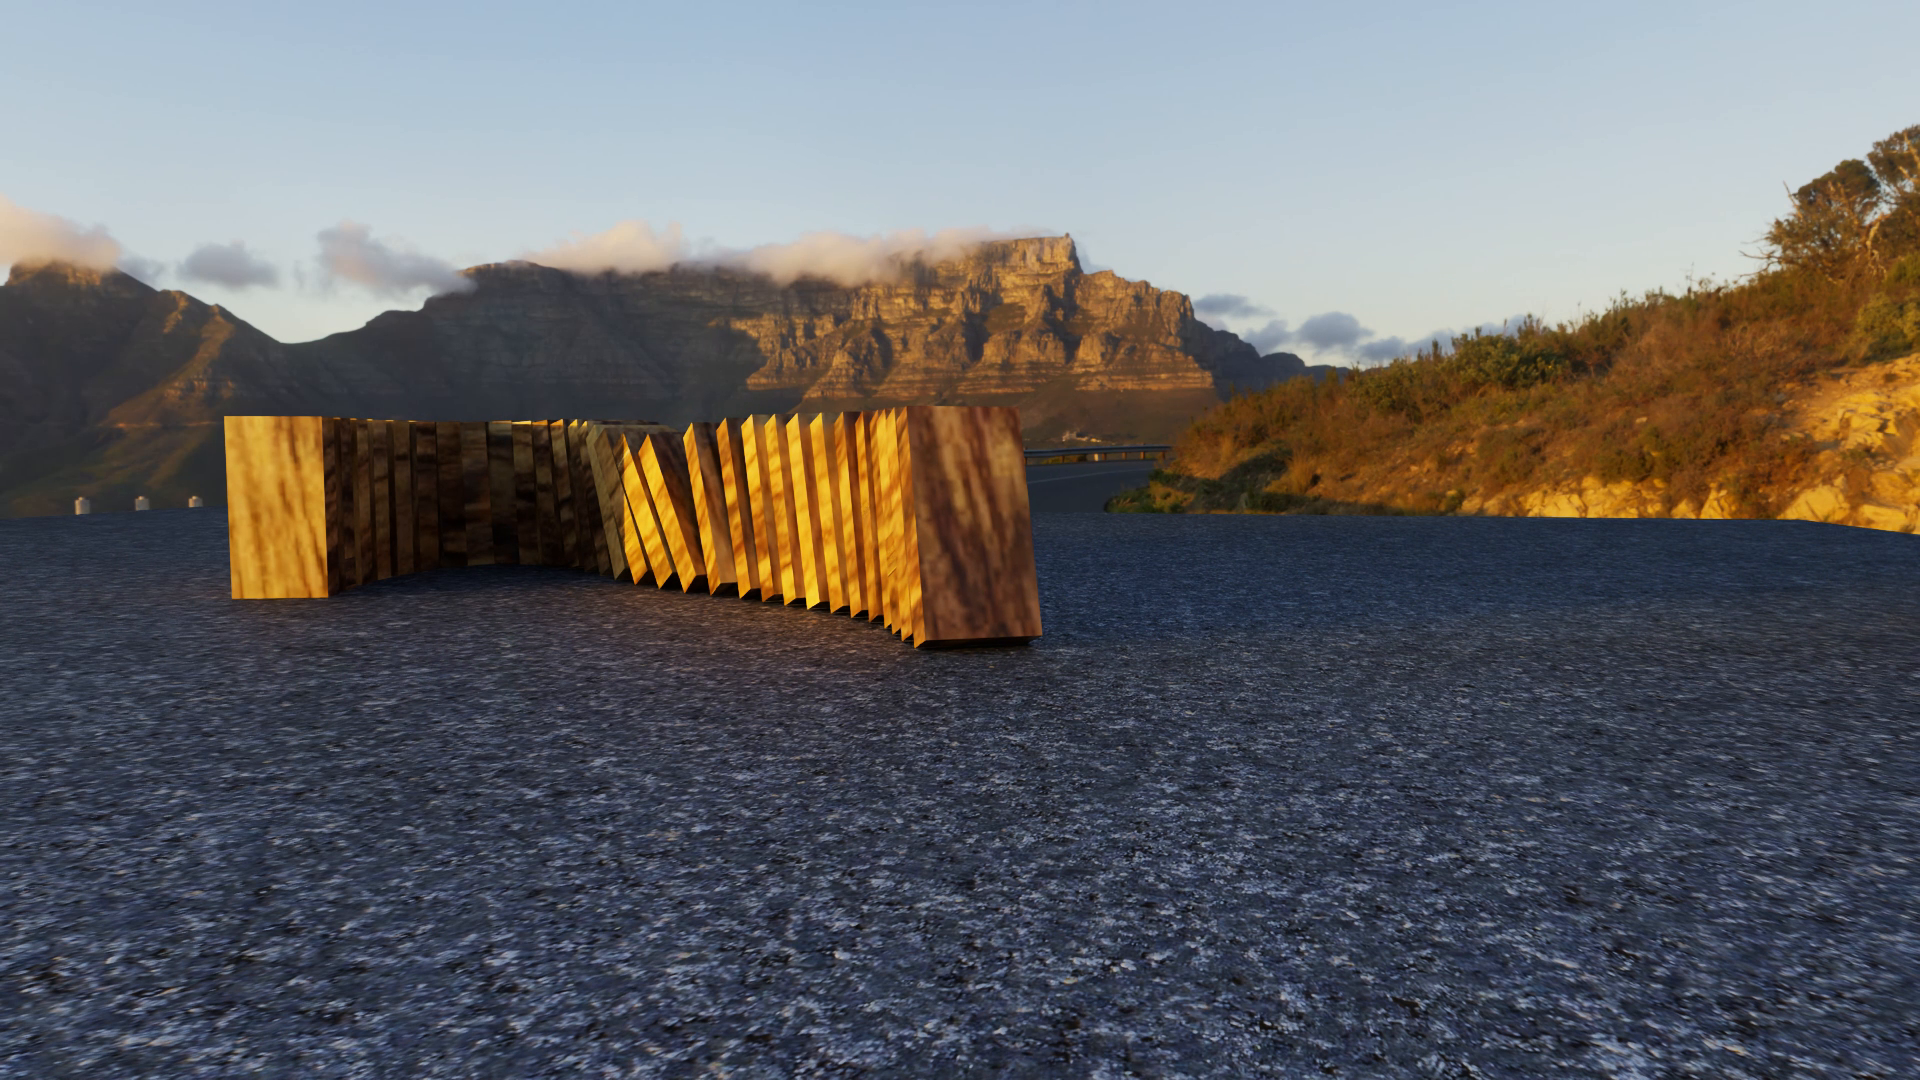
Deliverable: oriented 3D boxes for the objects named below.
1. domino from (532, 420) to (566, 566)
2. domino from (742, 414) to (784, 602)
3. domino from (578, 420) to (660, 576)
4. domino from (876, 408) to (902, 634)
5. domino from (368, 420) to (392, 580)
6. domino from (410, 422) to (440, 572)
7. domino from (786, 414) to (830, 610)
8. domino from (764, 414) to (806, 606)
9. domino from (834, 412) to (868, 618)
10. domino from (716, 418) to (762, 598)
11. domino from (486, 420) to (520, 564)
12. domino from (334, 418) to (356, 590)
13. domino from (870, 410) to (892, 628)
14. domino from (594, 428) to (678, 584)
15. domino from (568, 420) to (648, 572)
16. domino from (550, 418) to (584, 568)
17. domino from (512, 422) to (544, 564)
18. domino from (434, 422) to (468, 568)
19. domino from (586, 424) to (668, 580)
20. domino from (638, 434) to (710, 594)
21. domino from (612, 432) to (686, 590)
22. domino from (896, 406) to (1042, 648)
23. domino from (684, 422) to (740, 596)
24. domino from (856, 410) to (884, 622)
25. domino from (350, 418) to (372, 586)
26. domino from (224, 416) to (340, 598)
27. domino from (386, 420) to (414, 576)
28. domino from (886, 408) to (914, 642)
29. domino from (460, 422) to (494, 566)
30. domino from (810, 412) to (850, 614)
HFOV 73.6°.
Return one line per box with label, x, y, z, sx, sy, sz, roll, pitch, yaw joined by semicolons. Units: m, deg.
domino;-0.135;-0.017;0.452;0.009;0.050;0.025;-4;0;41
domino;-0.044;-0.009;0.352;0.025;0.050;0.009;-2;-14;-28
domino;-0.109;-0.014;0.424;0.025;0.050;0.009;-3;-17;-36
domino;-0.004;-0.005;0.291;0.025;0.050;0.009;-1;-14;-16
domino;-0.194;-0.013;0.403;0.025;0.050;0.009;0;4;0
domino;-0.191;-0.015;0.434;0.025;0.050;0.009;1;4;15
domino;-0.029;-0.008;0.337;0.025;0.050;0.009;-2;-14;-26
domino;-0.036;-0.009;0.345;0.025;0.050;0.009;-2;-14;-26
domino;-0.016;-0.007;0.320;0.025;0.050;0.009;-2;-14;-20
domino;-0.052;-0.009;0.362;0.025;0.050;0.009;-2;-18;-28
domino;-0.161;-0.018;0.464;0.009;0.050;0.025;-3;4;-1
domino;-0.191;-0.010;0.373;0.025;0.050;0.009;-1;4;-9
domino;-0.006;-0.005;0.301;0.025;0.050;0.009;-1;-14;-16
domino;-0.095;-0.011;0.400;0.025;0.050;0.009;-4;-26;-41
domino;-0.116;-0.015;0.434;0.025;0.050;0.009;-3;-11;-36
domino;-0.125;-0.016;0.444;0.025;0.050;0.009;-4;-5;-43
domino;-0.146;-0.017;0.460;0.009;0.050;0.025;-1;3;30
domino;-0.185;-0.016;0.447;0.025;0.050;0.009;3;7;31
domino;-0.102;-0.013;0.412;0.025;0.050;0.009;-3;-23;-36
domino;-0.076;-0.009;0.381;0.025;0.050;0.009;-3;-32;-37
domino;-0.086;-0.010;0.390;0.025;0.050;0.010;-4;-30;-41
domino;0.002;-0.003;0.272;0.025;0.050;0.009;-1;-14;-16
domino;-0.063;-0.010;0.370;0.025;0.050;0.010;-2;-23;-29
domino;-0.010;-0.006;0.310;0.025;0.050;0.009;-1;-14;-16
domino;-0.193;-0.012;0.388;0.025;0.050;0.010;-1;4;-7
domino;-0.189;-0.009;0.357;0.025;0.050;0.009;-1;4;-8
domino;-0.193;-0.014;0.419;0.025;0.050;0.009;0;4;6
domino;-0.001;-0.004;0.282;0.025;0.050;0.009;-1;-14;-16
domino;-0.175;-0.017;0.459;0.010;0.050;0.025;-5;6;-30
domino;-0.022;-0.007;0.329;0.025;0.050;0.009;-2;-14;-24
